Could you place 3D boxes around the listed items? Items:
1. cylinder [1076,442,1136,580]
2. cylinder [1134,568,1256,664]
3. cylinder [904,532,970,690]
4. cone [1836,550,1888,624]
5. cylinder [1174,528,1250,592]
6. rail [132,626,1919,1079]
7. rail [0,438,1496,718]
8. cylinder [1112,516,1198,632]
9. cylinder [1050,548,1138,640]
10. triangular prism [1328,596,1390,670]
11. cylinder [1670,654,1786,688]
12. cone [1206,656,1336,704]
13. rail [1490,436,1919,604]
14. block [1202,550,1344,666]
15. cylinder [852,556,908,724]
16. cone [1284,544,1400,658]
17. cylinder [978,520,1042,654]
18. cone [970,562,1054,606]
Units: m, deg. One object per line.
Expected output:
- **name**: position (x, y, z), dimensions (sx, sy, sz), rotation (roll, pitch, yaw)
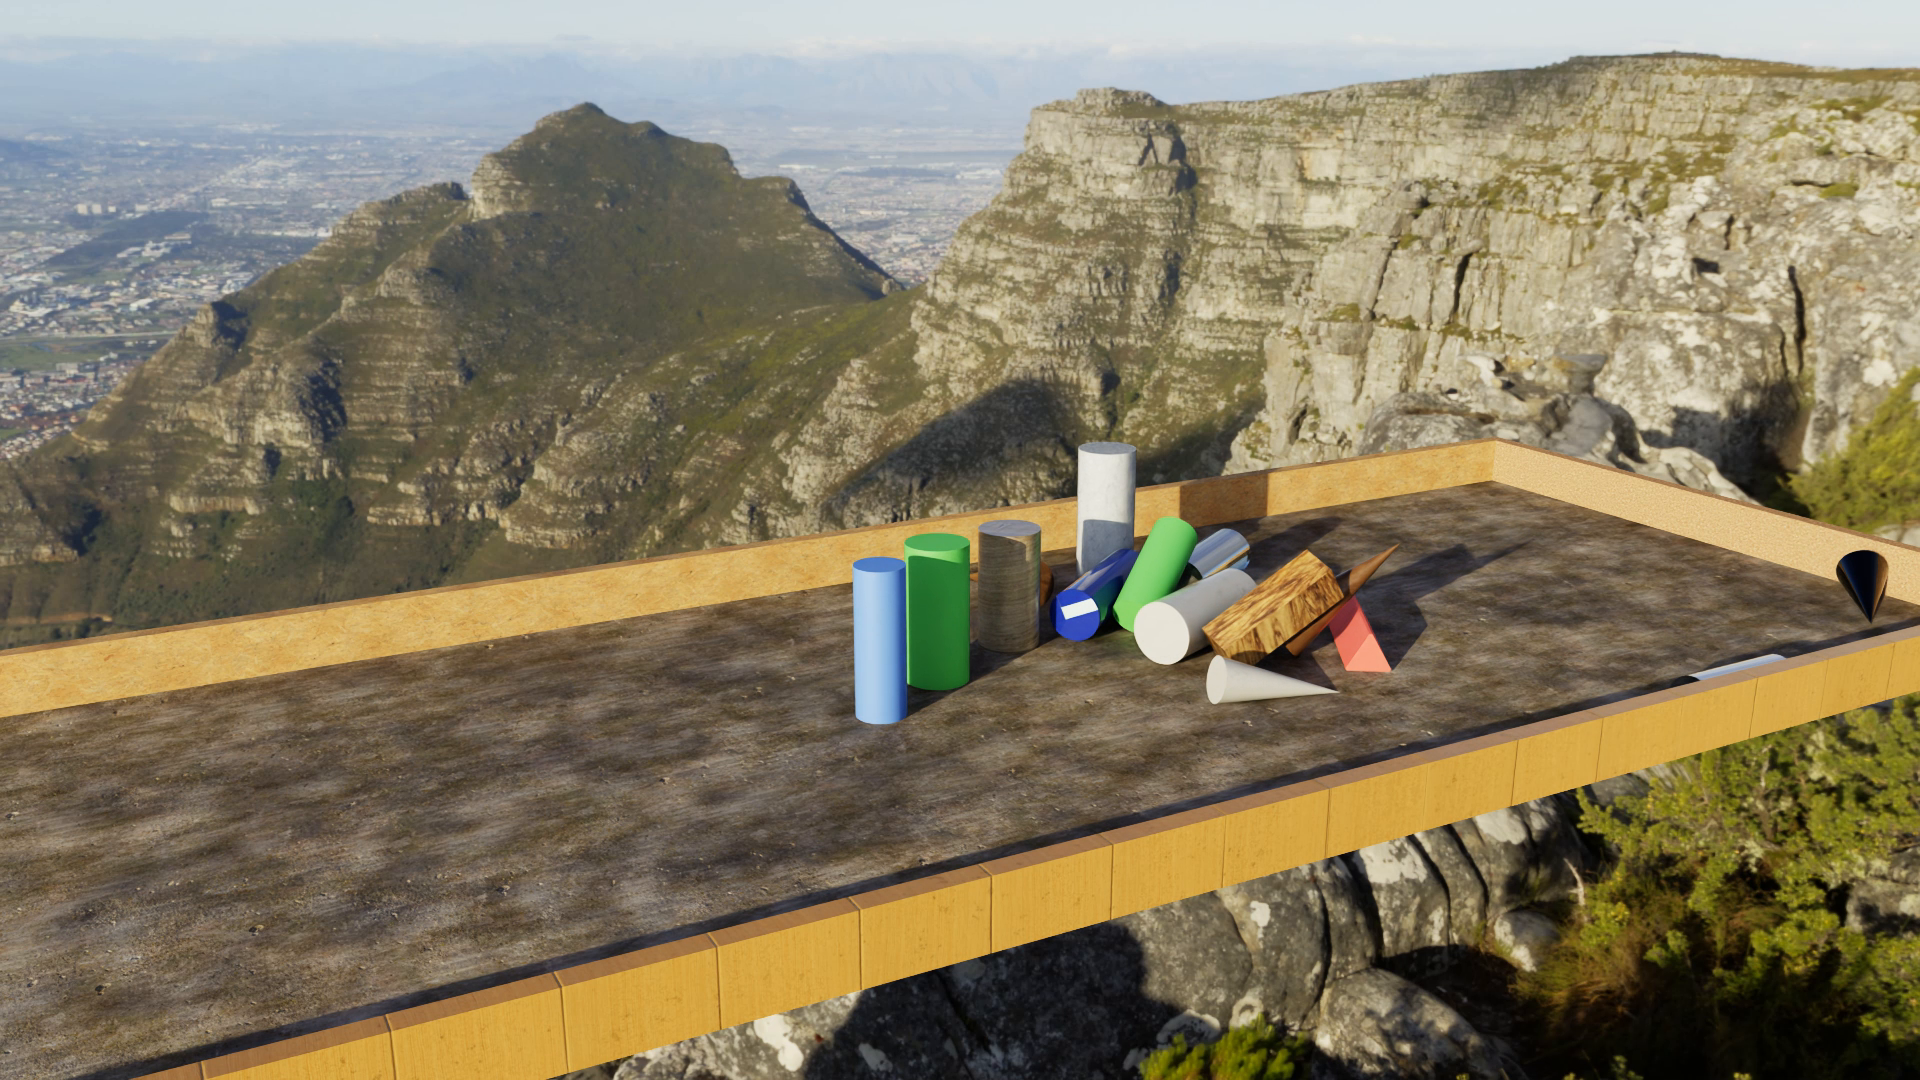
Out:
- **cylinder**: position (0.429, -0.069, 4.854), dimensions (0.169, 0.413, 0.169), rotation (0, 16, 0)
- **cylinder**: position (0.635, 0.199, 4.381), dimensions (0.167, 0.167, 0.373), rotation (13, 21, 37)
- **cylinder**: position (-0.056, 0.177, 4.114), dimensions (0.162, 0.359, 0.162), rotation (0, 16, 0)
- **cone**: position (2.577, 0.161, 4.688), dimensions (0.136, 0.136, 0.310), rotation (6, 30, 21)
- **cylinder**: position (0.716, 0.081, 4.823), dimensions (0.145, 0.145, 0.370), rotation (9, 19, 28)
- **rail**: position (-2.336, 1.006, 1.665), dimensions (12.000, 0.150, 0.050), rotation (-9, 18, -27)
- **rail**: position (-3.305, 0.497, 3.399), dimensions (12.000, 0.150, 0.050), rotation (-9, 18, -27)
- **cylinder**: position (0.539, 0.095, 4.541), dimensions (0.130, 0.130, 0.328), rotation (9, 48, 27)
- **cylinder**: position (0.395, 0.148, 4.596), dimensions (0.144, 0.144, 0.421), rotation (8, 18, 24)
- **triangular prism**: position (1.059, 0.233, 4.380), dimensions (0.113, 0.098, 0.377), rotation (1, 16, 5)
- **cylinder**: position (1.837, 0.358, 3.913), dimensions (0.302, 0.127, 0.127), rotation (-9, 18, -27)
- **cone**: position (0.780, 0.357, 4.035), dimensions (0.330, 0.118, 0.118), rotation (7, 15, -14)
- **rail**: position (2.466, -0.048, 5.253), dimensions (0.050, 0.150, 2.100), rotation (-9, 18, -27)
- **block**: position (0.796, 0.185, 4.196), dimensions (0.338, 0.108, 0.108), rotation (-37, 38, -4)
- **cylinder**: position (-0.187, 0.236, 3.887), dimensions (0.124, 0.374, 0.124), rotation (0, 16, 0)
- **cone**: position (0.984, 0.128, 4.269), dimensions (0.394, 0.146, 0.146), rotation (-39, 13, 10)
- **cylinder**: position (0.130, 0.122, 4.370), dimensions (0.166, 0.321, 0.166), rotation (0, 16, 0)
- **cone**: position (0.112, 0.117, 4.839), dimensions (0.135, 0.135, 0.360), rotation (-11, 9, -33)
